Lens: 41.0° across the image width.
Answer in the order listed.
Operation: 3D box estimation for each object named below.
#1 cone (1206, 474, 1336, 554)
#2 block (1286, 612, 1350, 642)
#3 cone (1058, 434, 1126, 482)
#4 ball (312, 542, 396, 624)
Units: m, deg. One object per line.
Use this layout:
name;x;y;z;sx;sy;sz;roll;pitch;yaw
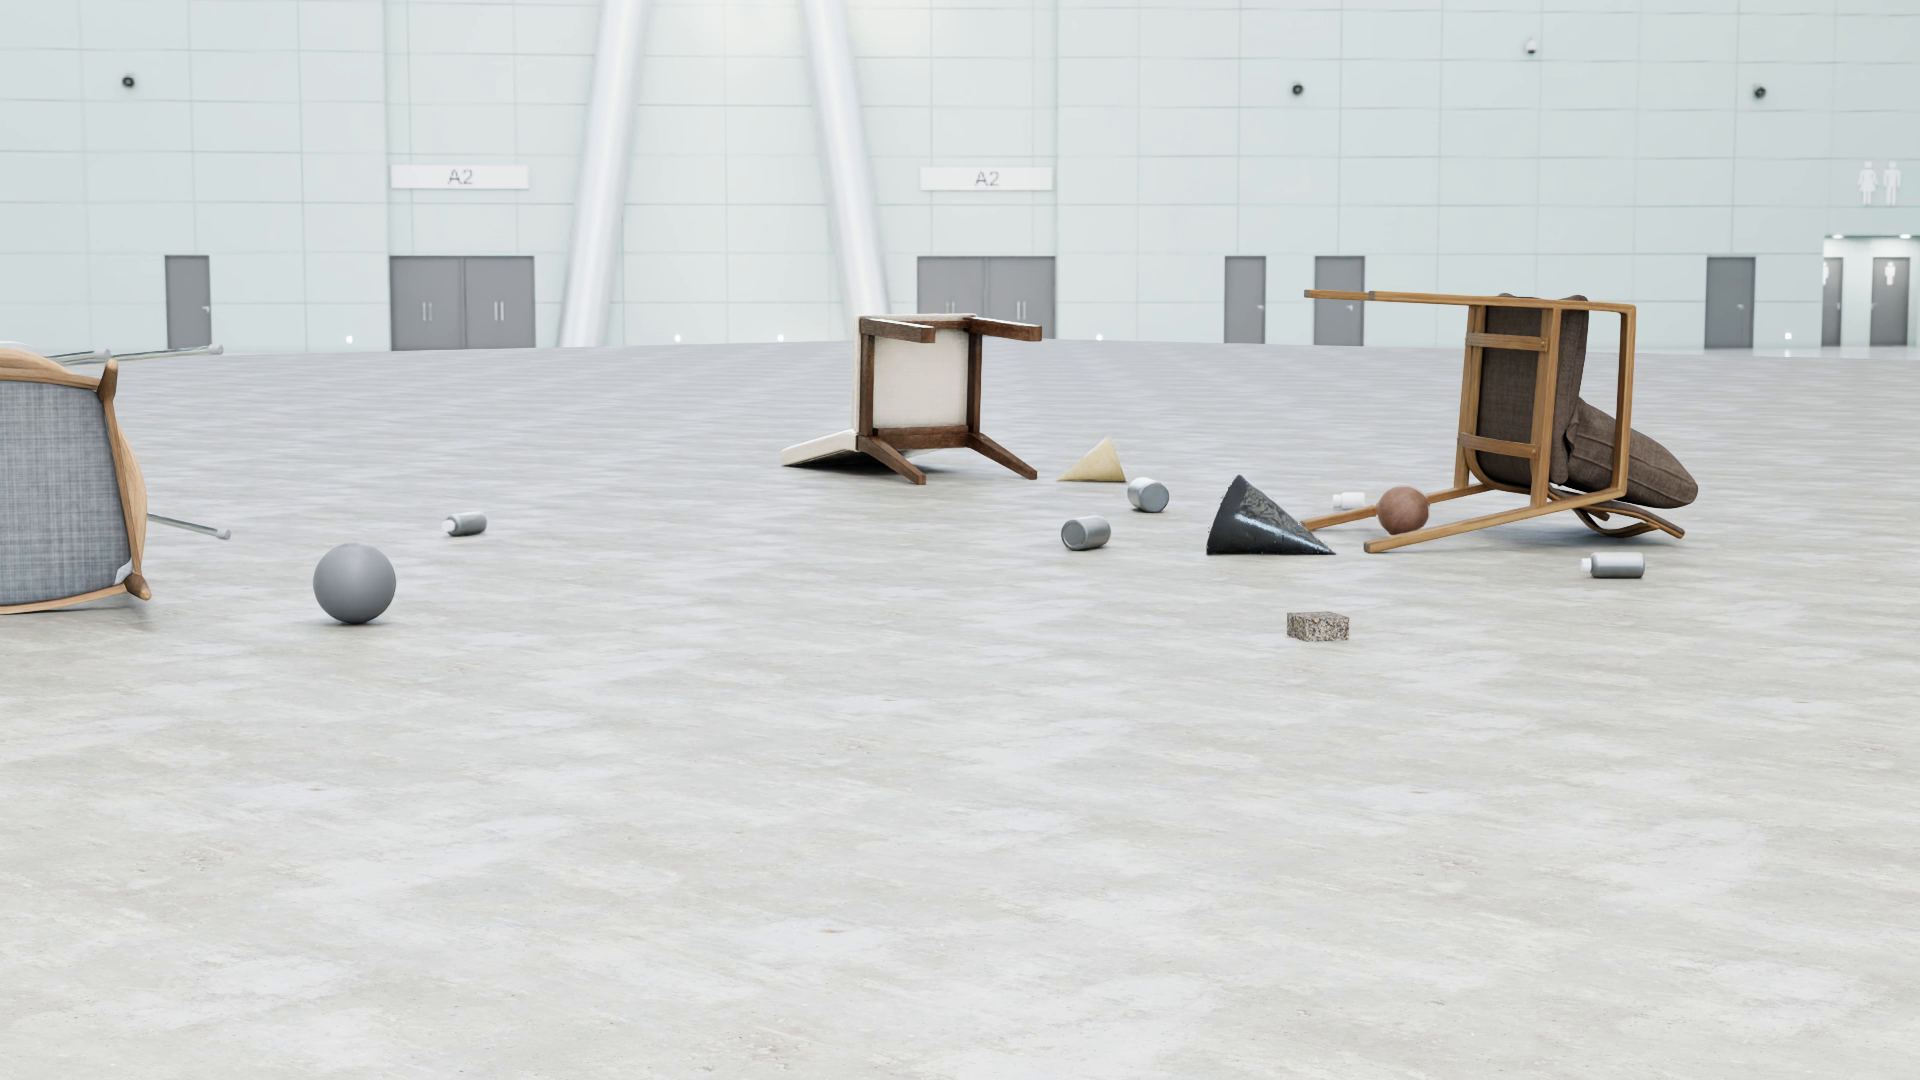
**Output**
cone;0.763;-0.015;6.105;0.288;0.180;0.249;21;35;13
block;0.653;0.158;4.680;0.083;0.041;0.091;-2;6;-15
cone;0.407;-0.227;8.249;0.215;0.140;0.204;-20;35;4
ball;-1.149;0.082;4.868;0.154;0.154;0.154;0;6;0
